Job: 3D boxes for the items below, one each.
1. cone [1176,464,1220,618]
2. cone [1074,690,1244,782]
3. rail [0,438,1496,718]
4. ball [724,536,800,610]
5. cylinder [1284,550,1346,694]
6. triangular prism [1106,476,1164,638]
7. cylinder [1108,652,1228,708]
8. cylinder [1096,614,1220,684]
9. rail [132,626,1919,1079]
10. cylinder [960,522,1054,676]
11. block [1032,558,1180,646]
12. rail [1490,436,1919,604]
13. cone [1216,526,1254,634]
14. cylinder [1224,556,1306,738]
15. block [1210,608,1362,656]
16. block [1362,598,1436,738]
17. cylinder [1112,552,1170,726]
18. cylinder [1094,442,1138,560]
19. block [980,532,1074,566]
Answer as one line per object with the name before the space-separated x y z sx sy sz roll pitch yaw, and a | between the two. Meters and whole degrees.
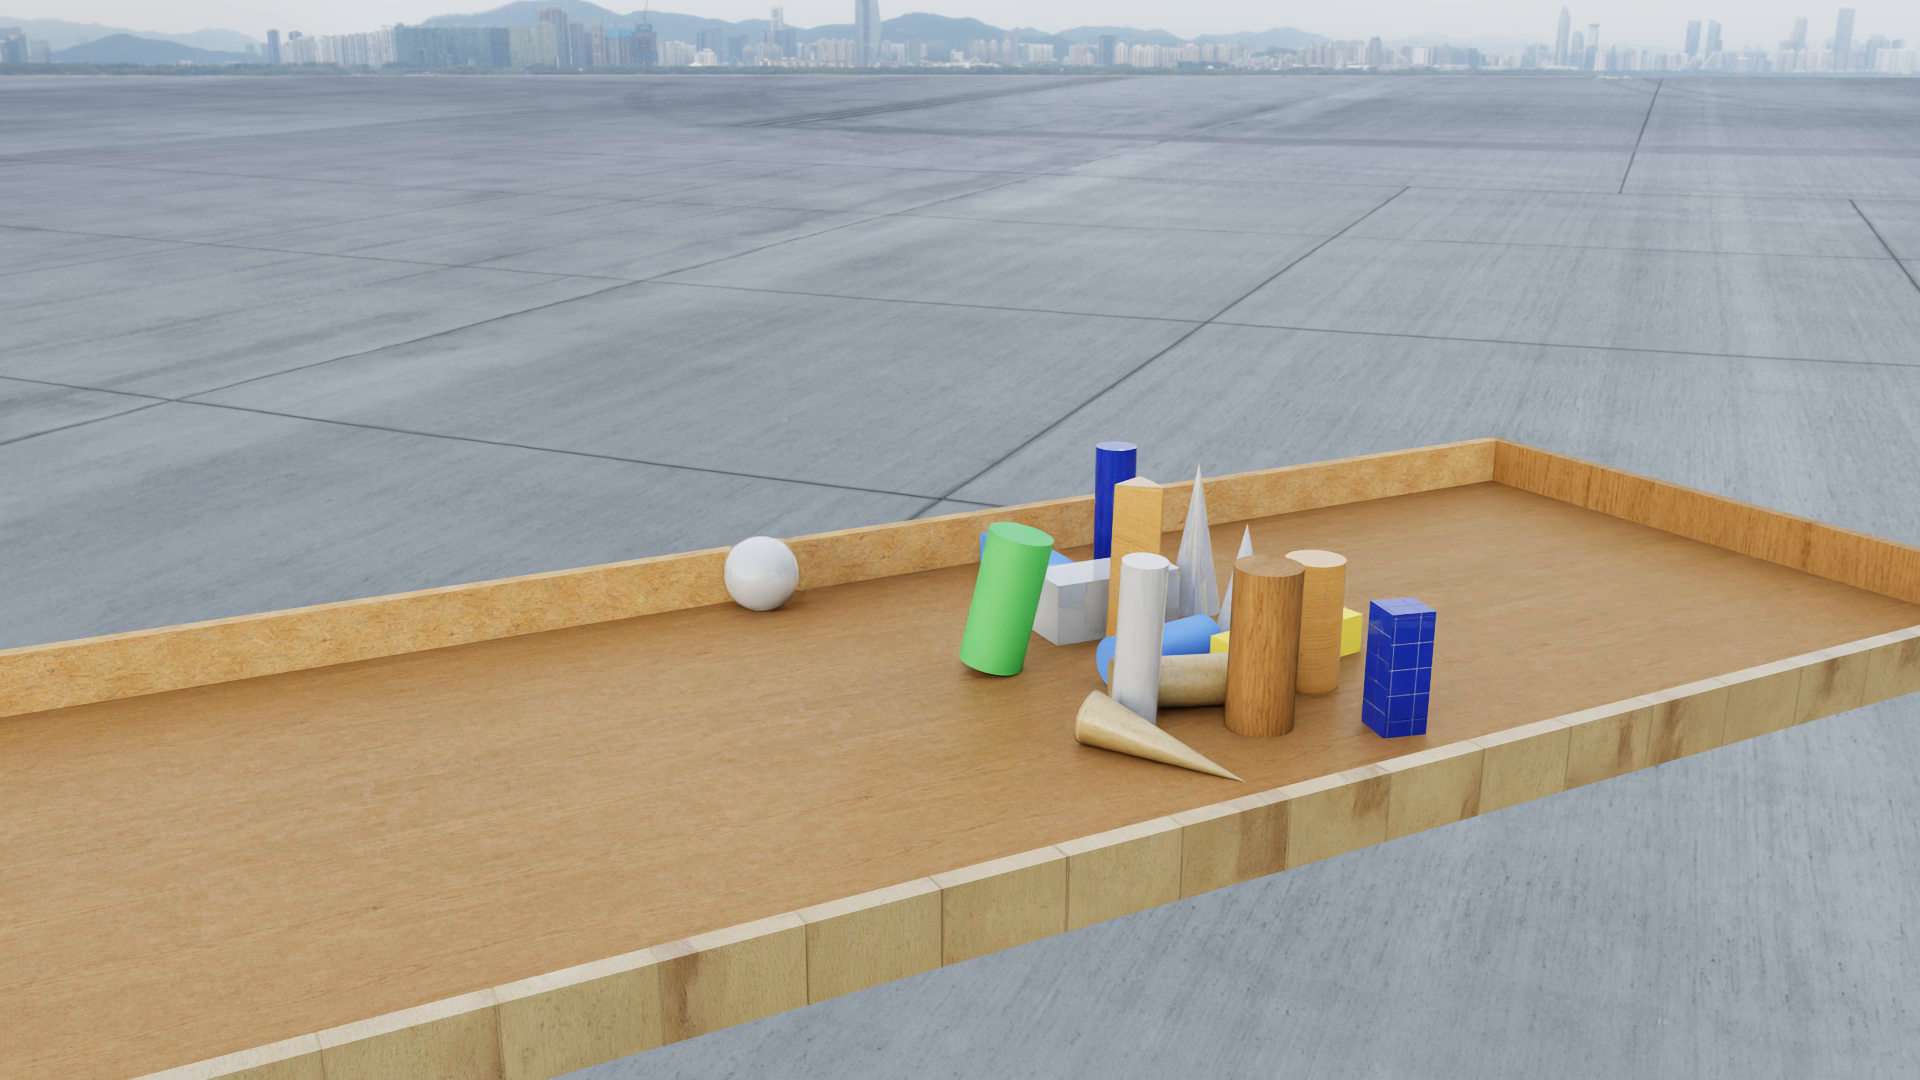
cone | 0.663 -0.010 4.627 0.153 0.430 0.153 0 16 0
cone | 0.457 0.464 3.664 0.401 0.128 0.128 21 25 29
rail | -3.305 0.497 3.399 12.000 0.150 0.050 -9 18 -27
ball | -0.561 0.094 4.660 0.211 0.211 0.211 0 16 0
cylinder | 0.871 0.203 4.082 0.148 0.329 0.148 0 16 0
triangular prism | 0.464 0.058 4.373 0.126 0.440 0.109 4 16 6
cylinder | 0.560 0.339 3.980 0.391 0.126 0.126 -2 17 -7
cylinder | 0.505 0.281 4.167 0.309 0.132 0.132 -11 20 -33
rail | -2.336 1.006 1.665 12.000 0.150 0.050 -9 18 -27
cylinder | 0.116 0.148 4.178 0.166 0.352 0.166 12 17 -4
block | 0.395 0.158 4.520 0.378 0.167 0.167 -8 18 -24
rail | 2.466 -0.048 5.253 0.050 0.150 2.100 -9 18 -27
cone | 0.747 0.122 4.334 0.166 0.342 0.166 0 16 0
cylinder | 0.704 0.246 3.820 0.160 0.391 0.160 1 17 0
block | 0.845 0.268 4.260 0.443 0.103 0.103 -11 20 -33
block | 1.015 0.295 3.819 0.108 0.300 0.108 -4 17 -13
cylinder | 0.412 0.240 3.796 0.108 0.411 0.108 2 20 -1
cylinder | 0.455 -0.073 4.860 0.120 0.419 0.120 0 16 0
block | 0.200 0.080 4.875 0.117 0.117 0.403 -7 18 -24
